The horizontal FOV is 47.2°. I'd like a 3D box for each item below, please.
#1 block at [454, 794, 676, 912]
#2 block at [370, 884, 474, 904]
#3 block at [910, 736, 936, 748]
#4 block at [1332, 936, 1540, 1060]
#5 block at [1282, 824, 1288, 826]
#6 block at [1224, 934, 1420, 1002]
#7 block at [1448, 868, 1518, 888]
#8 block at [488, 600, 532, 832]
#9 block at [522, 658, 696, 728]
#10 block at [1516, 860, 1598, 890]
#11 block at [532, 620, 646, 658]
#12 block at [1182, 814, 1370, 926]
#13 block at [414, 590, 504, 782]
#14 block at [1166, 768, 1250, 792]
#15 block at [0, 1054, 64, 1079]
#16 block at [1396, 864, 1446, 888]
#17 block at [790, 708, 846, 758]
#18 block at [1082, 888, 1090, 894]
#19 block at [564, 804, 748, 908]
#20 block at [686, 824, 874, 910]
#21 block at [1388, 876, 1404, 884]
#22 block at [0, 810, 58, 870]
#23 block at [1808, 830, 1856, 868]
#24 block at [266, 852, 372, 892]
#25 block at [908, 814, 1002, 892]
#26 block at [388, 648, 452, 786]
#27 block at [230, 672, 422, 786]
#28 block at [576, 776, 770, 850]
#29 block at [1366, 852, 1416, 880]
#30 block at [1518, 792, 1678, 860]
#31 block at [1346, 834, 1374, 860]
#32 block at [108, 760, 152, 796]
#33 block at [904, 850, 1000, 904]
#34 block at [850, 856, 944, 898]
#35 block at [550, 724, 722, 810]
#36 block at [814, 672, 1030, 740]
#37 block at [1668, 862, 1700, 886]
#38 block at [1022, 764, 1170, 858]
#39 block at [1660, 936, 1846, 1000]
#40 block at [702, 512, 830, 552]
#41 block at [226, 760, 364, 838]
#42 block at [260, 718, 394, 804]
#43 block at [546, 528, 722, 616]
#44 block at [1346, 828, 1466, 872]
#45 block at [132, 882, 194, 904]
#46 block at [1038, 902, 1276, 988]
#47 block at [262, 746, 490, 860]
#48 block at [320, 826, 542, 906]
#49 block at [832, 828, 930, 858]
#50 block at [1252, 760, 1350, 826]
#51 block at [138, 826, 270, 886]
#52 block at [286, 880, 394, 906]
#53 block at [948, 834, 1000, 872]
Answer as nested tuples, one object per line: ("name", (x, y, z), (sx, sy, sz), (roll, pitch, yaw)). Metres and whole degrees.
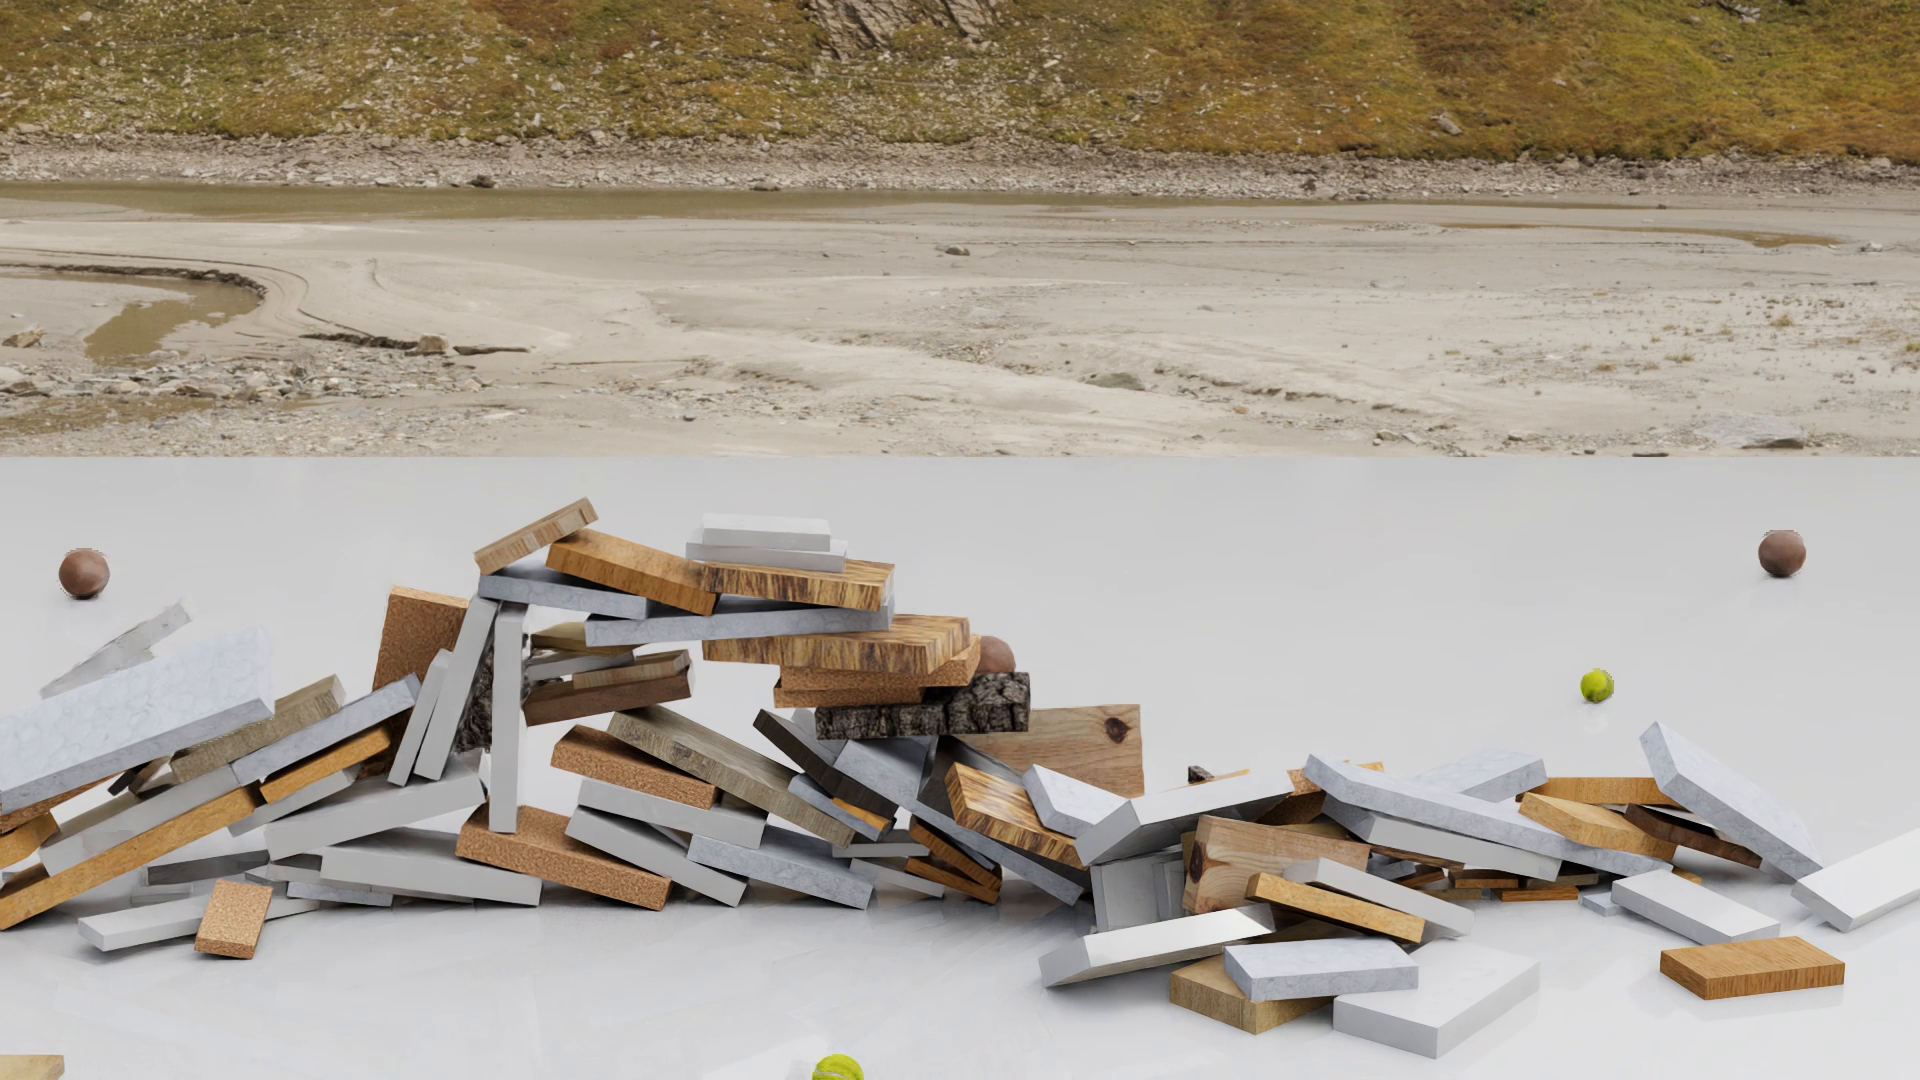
("block", (-0.645, 0.519, 3.664), (0.349, 0.049, 0.175), (16, 11, -1))
("block", (-0.887, 0.567, 3.643), (0.166, 0.023, 0.083), (9, 8, -12))
("block", (0.073, 0.387, 3.880), (0.344, 0.172, 0.049), (27, 10, -18))
("block", (0.693, 0.657, 3.181), (0.162, 0.046, 0.324), (9, 14, 39))
("block", (0.478, 0.533, 3.656), (0.185, 0.026, 0.092), (-25, 10, -3))
("block", (0.520, 0.617, 3.175), (0.249, 0.035, 0.125), (-2, 11, -11))
("block", (0.872, 0.564, 3.668), (0.104, 0.015, 0.052), (0, 11, 0))
("block", (-0.740, 0.287, 3.619), (0.043, 0.355, 0.152), (3, 12, -6))
("block", (-0.579, 0.253, 3.647), (0.271, 0.038, 0.135), (-10, 9, -2))
("block", (0.993, 0.558, 3.679), (0.128, 0.018, 0.064), (-2, 15, -12))
("block", (-0.616, 0.165, 3.656), (0.176, 0.025, 0.088), (4, 15, 33))
("block", (0.494, 0.523, 3.428), (0.291, 0.145, 0.041), (12, -1, -23))
("block", (-0.820, 0.229, 3.618), (0.043, 0.304, 0.152), (19, 9, -7))
("block", (0.331, 0.476, 3.804), (0.333, 0.047, 0.167), (-21, -2, 33))
("block", (-1.254, 0.723, 2.886), (0.087, 0.025, 0.174), (0, 11, 0))
("block", (0.751, 0.561, 3.659), (0.104, 0.015, 0.052), (-16, 11, 6))
("block", (-0.190, 0.356, 3.807), (0.120, 0.034, 0.240), (28, 1, -33))
("block", (0.252, 0.556, 3.665), (0.133, 0.019, 0.067), (-18, 10, 16))
("block", (-0.495, 0.507, 3.663), (0.305, 0.043, 0.153), (24, 10, -4))
("block", (-0.291, 0.528, 3.659), (0.305, 0.043, 0.153), (16, 11, -1))
("block", (0.682, 0.565, 3.661), (0.104, 0.015, 0.052), (-16, 10, 4))
("block", (-1.626, 0.530, 3.524), (0.320, 0.045, 0.160), (-24, 11, 0))
("block", (1.483, 0.550, 3.801), (0.104, 0.030, 0.209), (-3, 11, -14))
("block", (-1.047, 0.541, 3.604), (0.166, 0.023, 0.083), (11, 7, -13))
("block", (-0.007, 0.510, 3.630), (0.171, 0.024, 0.086), (35, 10, -7))
("block", (-0.884, 0.291, 3.620), (0.030, 0.211, 0.105), (21, 8, -8))
("block", (-1.039, 0.311, 3.630), (0.304, 0.043, 0.152), (-26, 5, -6))
("block", (-0.469, 0.433, 3.655), (0.305, 0.043, 0.153), (15, 11, -1))
("block", (0.657, 0.552, 3.660), (0.185, 0.026, 0.092), (-17, 10, 3))
("block", (1.078, 0.483, 3.707), (0.262, 0.037, 0.131), (14, 8, -36))
("block", (0.589, 0.540, 3.666), (0.184, 0.026, 0.092), (-24, 10, 2))
("block", (-1.340, 0.377, 3.578), (0.056, 0.016, 0.112), (-41, 7, 11))
("block", (-0.011, 0.553, 3.651), (0.158, 0.022, 0.079), (21, 11, 0))
("block", (-0.101, 0.549, 3.656), (0.158, 0.022, 0.079), (16, 11, 1))
("block", (-0.529, 0.376, 3.649), (0.271, 0.038, 0.135), (15, 11, 3))
("block", (-0.058, 0.273, 3.622), (0.341, 0.048, 0.171), (-3, 13, 4))
("block", (1.199, 0.568, 3.743), (0.058, 0.016, 0.116), (-4, 11, -19))
("block", (0.219, 0.443, 3.529), (0.239, 0.034, 0.120), (23, 22, -30))
("block", (1.188, 0.641, 3.301), (0.236, 0.033, 0.118), (-3, 11, -15))
("block", (-0.315, -0.013, 3.574), (0.203, 0.029, 0.102), (3, 14, -8))
("block", (-1.093, 0.417, 3.613), (0.211, 0.030, 0.105), (-24, 12, 2))
("block", (-1.035, 0.359, 3.604), (0.211, 0.030, 0.105), (-25, 12, -3))
("block", (-0.524, 0.047, 3.583), (0.275, 0.039, 0.138), (17, 15, -2))
("block", (0.733, 0.501, 3.626), (0.185, 0.026, 0.092), (14, 10, -19))
("block", (-1.324, 0.587, 3.652), (0.092, 0.013, 0.046), (-2, 11, -12))
("block", (0.293, 0.603, 3.274), (0.318, 0.045, 0.159), (-5, -19, -26))
("block", (-0.956, 0.433, 3.626), (0.349, 0.049, 0.175), (-15, 11, -7))
("block", (-0.868, 0.532, 3.646), (0.349, 0.049, 0.175), (9, 8, -11))
("block", (-0.129, 0.503, 3.655), (0.158, 0.022, 0.079), (-2, 10, 4))
("block", (0.525, 0.466, 3.716), (0.153, 0.043, 0.305), (-6, -27, -31))
("block", (-1.280, 0.545, 3.810), (0.261, 0.037, 0.131), (-6, 12, -28))
("block", (-1.020, 0.570, 3.617), (0.166, 0.023, 0.083), (10, 7, -19))
("block", (0.024, 0.510, 3.628), (0.094, 0.013, 0.047), (38, 10, 13))
